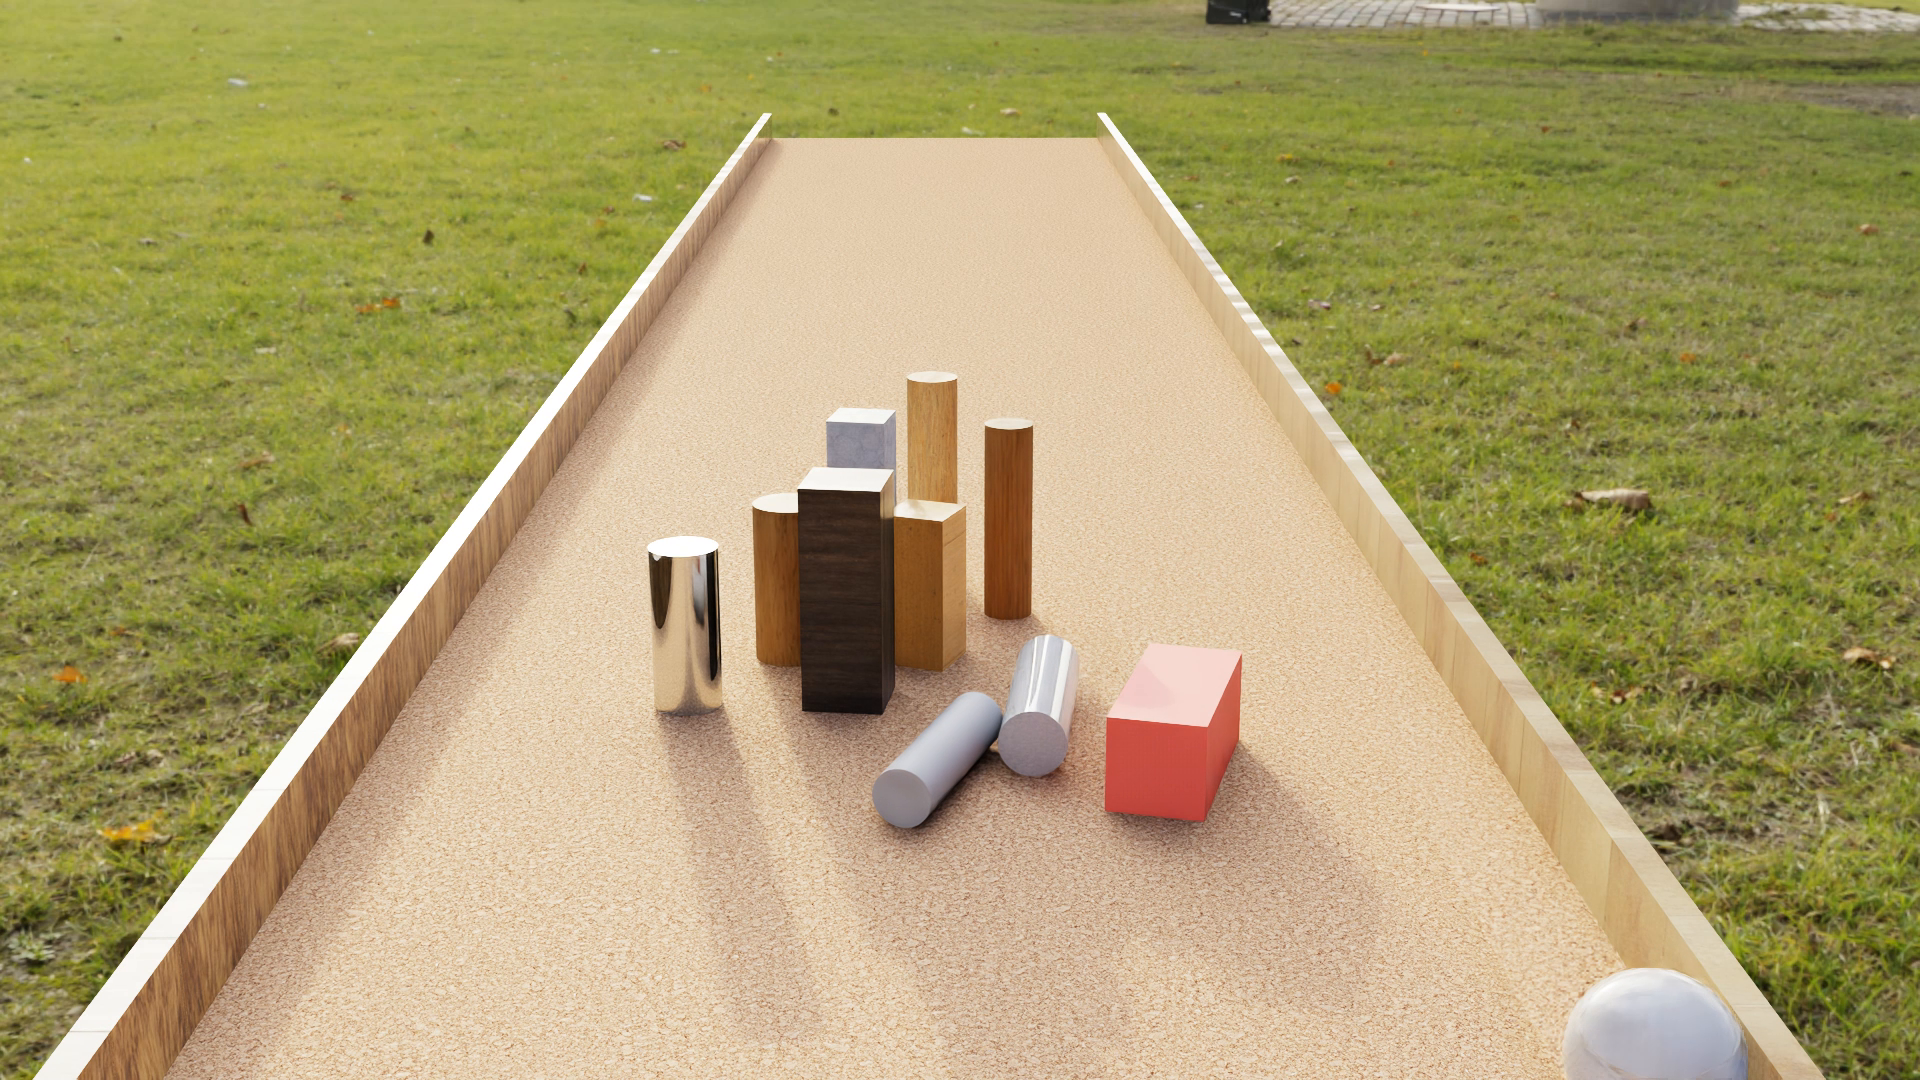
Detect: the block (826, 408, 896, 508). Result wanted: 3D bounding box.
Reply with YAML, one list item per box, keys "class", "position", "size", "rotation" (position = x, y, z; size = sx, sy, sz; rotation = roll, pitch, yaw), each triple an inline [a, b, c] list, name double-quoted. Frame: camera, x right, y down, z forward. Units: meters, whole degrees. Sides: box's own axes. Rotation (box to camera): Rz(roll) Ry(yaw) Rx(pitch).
- class: "block"
  position: [-0.204, -0.045, 4.601]
  size: [0.120, 0.442, 0.120]
  rotation: [3, 17, 10]

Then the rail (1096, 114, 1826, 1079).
- class: "rail"
  position: [0.932, -0.844, 7.801]
  size: [0.050, 0.150, 12.000]
  rotation: [0, 17, -1]

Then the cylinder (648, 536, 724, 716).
- class: "cylinder"
  position: [-0.515, 0.162, 4.134]
  size: [0.130, 0.313, 0.130]
  rotation: [0, 17, 0]

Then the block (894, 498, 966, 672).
- class: "block"
  position: [-0.069, 0.089, 4.383]
  size: [0.125, 0.310, 0.125]
  rotation: [6, 18, 21]

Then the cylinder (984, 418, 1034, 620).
- class: "cylinder"
  position: [0.102, -0.044, 4.647]
  size: [0.102, 0.415, 0.102]
  rotation: [0, 17, 0]

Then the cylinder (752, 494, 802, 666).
- class: "cylinder"
  position: [-0.339, 0.079, 4.401]
  size: [0.145, 0.319, 0.145]
  rotation: [0, 17, 0]

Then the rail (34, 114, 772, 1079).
- class: "rail"
  position: [-1.118, -0.838, 7.780]
  size: [0.050, 0.150, 12.000]
  rotation: [0, 17, -1]

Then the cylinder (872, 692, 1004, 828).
- class: "cylinder"
  position: [-0.033, 0.374, 3.788]
  size: [0.104, 0.104, 0.381]
  rotation: [6, 17, 18]

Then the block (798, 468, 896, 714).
- class: "block"
  position: [-0.212, 0.095, 4.144]
  size: [0.153, 0.435, 0.153]
  rotation: [2, 17, 7]

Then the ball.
- class: "ball"
  position: [0.854, 0.636, 2.707]
  size: [0.217, 0.217, 0.217]
  rotation: [0, 17, 0]

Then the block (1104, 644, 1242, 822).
- class: "block"
  position: [0.376, 0.328, 3.828]
  size: [0.169, 0.169, 0.385]
  rotation: [5, 17, 15]

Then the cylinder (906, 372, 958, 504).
- class: "cylinder"
  position: [-0.061, -0.139, 4.893]
  size: [0.111, 0.457, 0.111]
  rotation: [0, 17, 0]

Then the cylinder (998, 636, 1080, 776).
- class: "cylinder"
  position: [0.148, 0.297, 4.015]
  size: [0.122, 0.122, 0.407]
  rotation: [2, 17, 6]
